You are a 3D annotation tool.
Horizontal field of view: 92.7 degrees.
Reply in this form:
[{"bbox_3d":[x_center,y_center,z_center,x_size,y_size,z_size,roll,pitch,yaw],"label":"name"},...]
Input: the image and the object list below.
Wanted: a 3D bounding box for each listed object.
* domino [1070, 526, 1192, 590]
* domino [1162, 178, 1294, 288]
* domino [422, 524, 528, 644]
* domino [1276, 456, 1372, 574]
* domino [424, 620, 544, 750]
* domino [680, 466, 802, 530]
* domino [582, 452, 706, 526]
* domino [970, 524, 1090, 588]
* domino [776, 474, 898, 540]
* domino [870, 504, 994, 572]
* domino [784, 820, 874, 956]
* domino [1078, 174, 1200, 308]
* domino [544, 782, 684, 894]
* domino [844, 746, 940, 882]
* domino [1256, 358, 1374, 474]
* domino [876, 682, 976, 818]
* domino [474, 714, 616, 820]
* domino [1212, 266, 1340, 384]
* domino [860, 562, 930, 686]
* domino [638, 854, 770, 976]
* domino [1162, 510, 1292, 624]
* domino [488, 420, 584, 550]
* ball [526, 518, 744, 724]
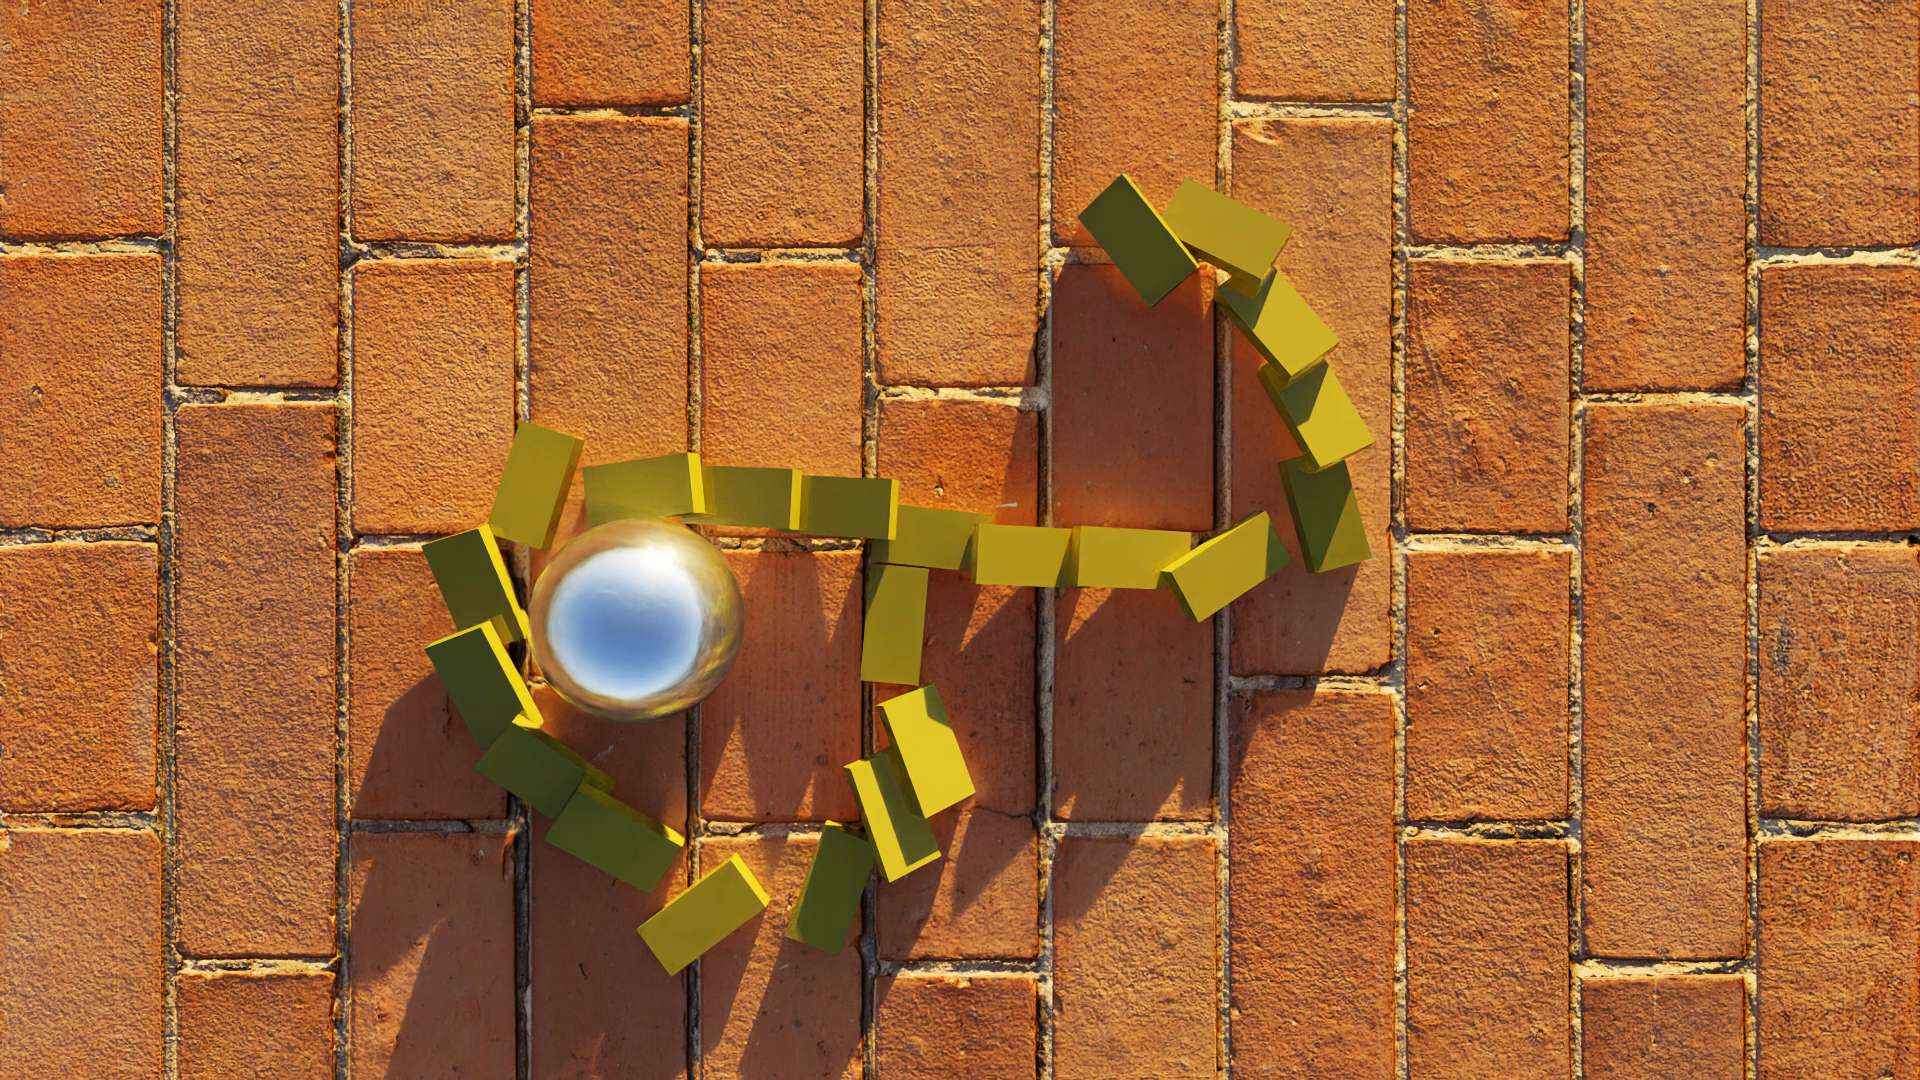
[{"bbox_3d":[0.073,0.008,0.390,0.050,0.009,0.025,3,90,-13],"label":"domino"},{"bbox_3d":[0.112,-0.131,0.389,0.050,0.010,0.025,32,90,14],"label":"domino"},{"bbox_3d":[-0.205,0.021,0.390,0.025,0.009,0.050,-17,102,0],"label":"domino"},{"bbox_3d":[0.157,-0.013,0.395,0.025,0.010,0.050,-15,90,0],"label":"domino"},{"bbox_3d":[-0.201,0.062,0.389,0.025,0.010,0.050,-21,104,0],"label":"domino"},{"bbox_3d":[-0.093,-0.018,0.390,0.050,0.009,0.025,3,90,13],"label":"domino"},{"bbox_3d":[-0.135,-0.021,0.389,0.050,0.010,0.025,-6,89,13],"label":"domino"},{"bbox_3d":[0.031,0.007,0.390,0.050,0.009,0.025,3,90,-13],"label":"domino"},{"bbox_3d":[-0.052,-0.014,0.390,0.050,0.009,0.025,3,90,14],"label":"domino"},{"bbox_3d":[-0.012,-0.001,0.395,0.050,0.010,0.025,6,90,0],"label":"domino"},{"bbox_3d":[-0.055,0.150,0.395,0.025,0.010,0.050,20,90,0],"label":"domino"},{"bbox_3d":[0.076,-0.127,0.390,0.025,0.009,0.050,-39,90,28],"label":"domino"},{"bbox_3d":[-0.146,0.127,0.389,0.050,0.010,0.025,34,91,-14],"label":"domino"},{"bbox_3d":[-0.029,0.116,0.390,0.025,0.010,0.050,-19,90,-26],"label":"domino"},{"bbox_3d":[0.151,-0.056,0.390,0.025,0.009,0.050,-25,77,0],"label":"domino"},{"bbox_3d":[-0.014,0.089,0.390,0.025,0.010,0.050,-20,90,-26],"label":"domino"},{"bbox_3d":[-0.176,0.100,0.390,0.050,0.010,0.025,40,90,-14],"label":"domino"},{"bbox_3d":[0.134,-0.094,0.389,0.025,0.009,0.050,-36,76,0],"label":"domino"},{"bbox_3d":[-0.028,0.036,0.395,0.025,0.010,0.050,5,90,0],"label":"domino"},{"bbox_3d":[-0.110,0.161,0.395,0.050,0.009,0.025,-36,90,0],"label":"domino"},{"bbox_3d":[0.113,0.011,0.389,0.050,0.009,0.025,-31,97,-10],"label":"domino"},{"bbox_3d":[-0.183,-0.023,0.395,0.025,0.009,0.050,18,90,0],"label":"domino"},{"bbox_3d":[-0.126,0.031,0.360,0.080,0.080,0.080,0,90,0],"label":"ball"}]
